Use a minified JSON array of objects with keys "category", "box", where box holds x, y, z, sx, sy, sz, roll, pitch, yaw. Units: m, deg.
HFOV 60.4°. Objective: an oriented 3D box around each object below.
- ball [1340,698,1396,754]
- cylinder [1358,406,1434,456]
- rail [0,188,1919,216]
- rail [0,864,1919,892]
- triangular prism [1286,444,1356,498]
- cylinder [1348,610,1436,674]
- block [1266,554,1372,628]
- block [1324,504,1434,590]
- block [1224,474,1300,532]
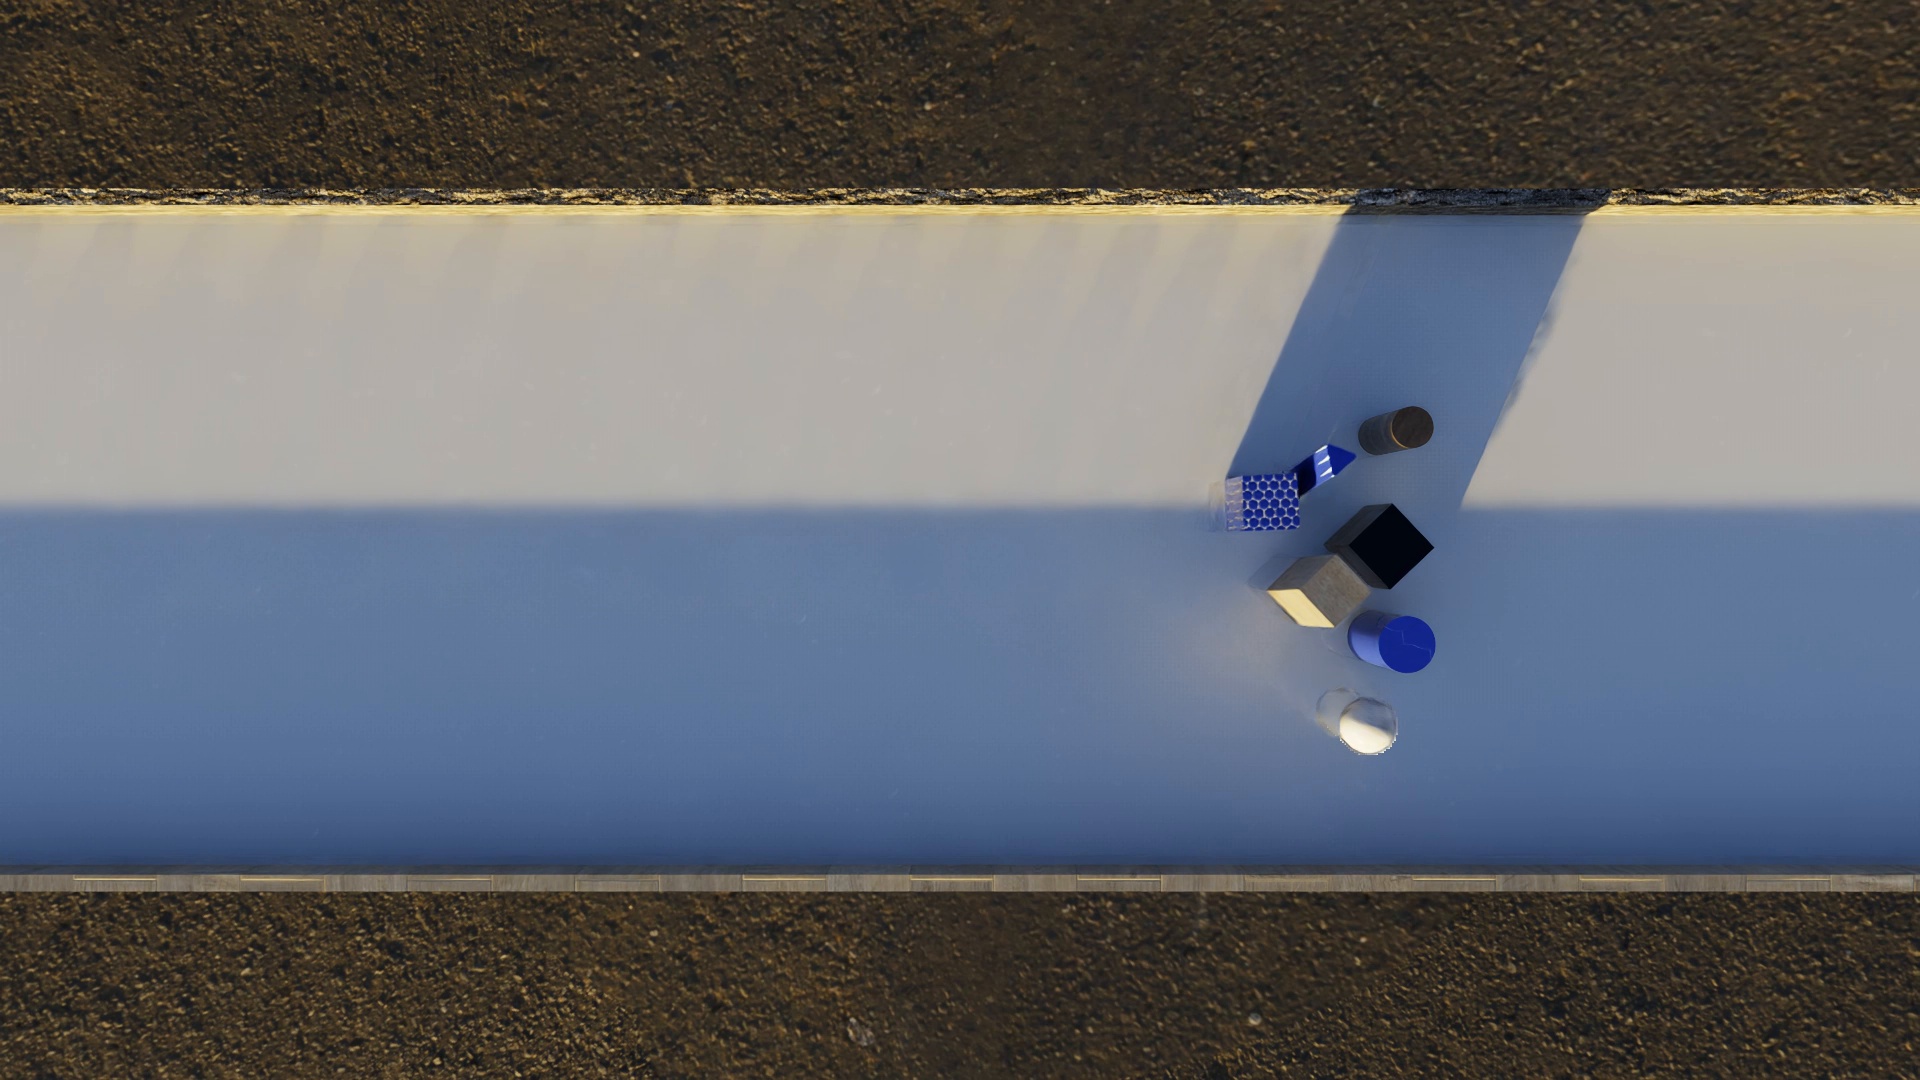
[{"category":"ball","box":[1.213,0.552,4.906,0.164,0.164,0.164,0,90,0]},{"category":"cylinder","box":[1.285,-0.321,4.879,0.119,0.395,0.119,0,90,0]},{"category":"rail","box":[-2.247,-1.025,5.002,12.000,0.150,0.050,0,90,0]},{"category":"rail","box":[-2.247,1.025,5.001,12.000,0.150,0.050,0,90,0]},{"category":"triangular prism","box":[1.035,-0.201,4.867,0.091,0.414,0.079,-39,87,-13]},{"category":"cylinder","box":[1.273,0.298,4.885,0.163,0.382,0.163,0,90,0]},{"category":"block","box":[1.051,0.151,4.860,0.147,0.425,0.147,-43,90,-3]},{"category":"block","box":[1.242,0.018,4.913,0.176,0.328,0.176,-43,90,0]},{"category":"block","box":[0.898,-0.109,4.920,0.160,0.313,0.160,-2,90,0]}]
